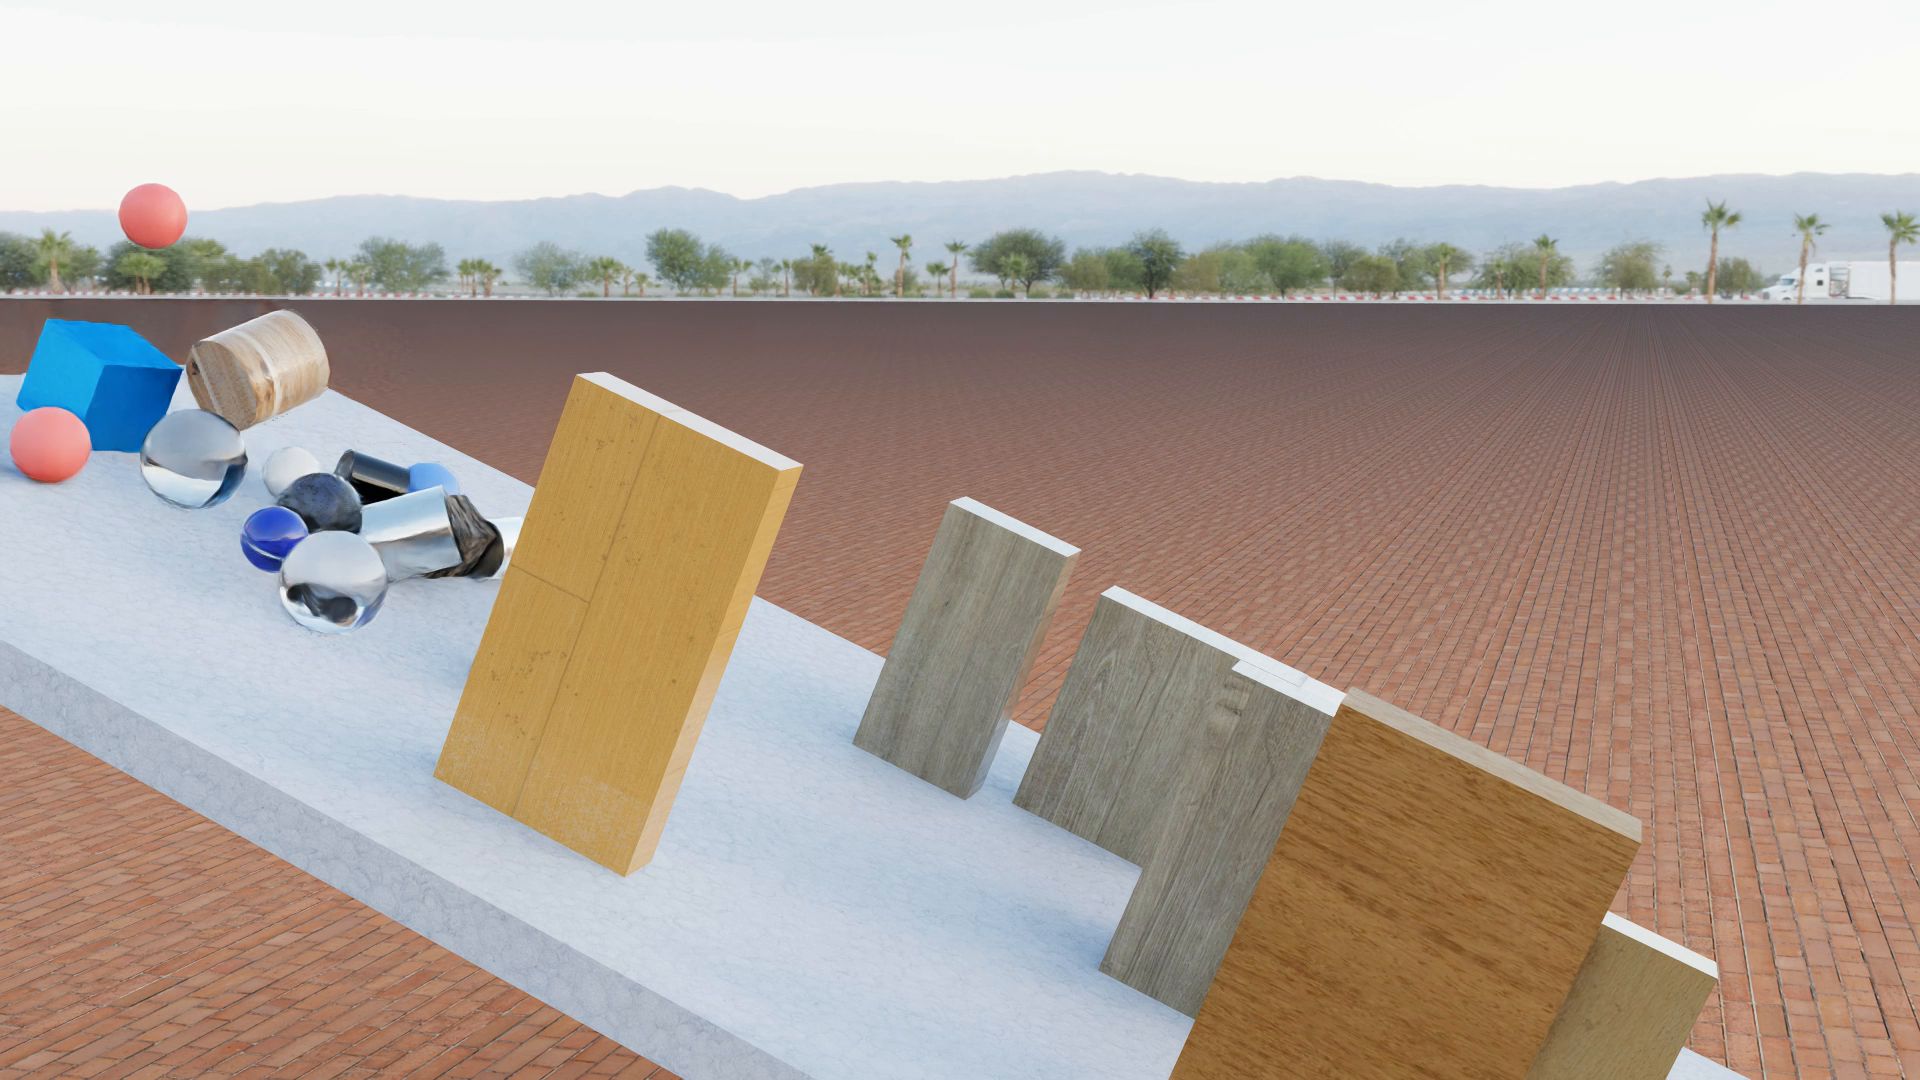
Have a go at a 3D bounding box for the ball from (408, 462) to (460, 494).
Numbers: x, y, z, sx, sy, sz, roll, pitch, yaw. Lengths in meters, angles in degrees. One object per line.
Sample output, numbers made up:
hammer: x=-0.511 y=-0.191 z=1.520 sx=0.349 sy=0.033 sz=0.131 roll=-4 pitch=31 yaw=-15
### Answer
ball: x=-1.157 y=-0.098 z=4.774 sx=0.141 sy=0.141 sz=0.141 roll=0 pitch=7 yaw=0

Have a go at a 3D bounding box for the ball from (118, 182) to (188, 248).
ball: x=-1.540 y=-0.619 z=4.196 sx=0.124 sy=0.124 sz=0.124 roll=0 pitch=7 yaw=0

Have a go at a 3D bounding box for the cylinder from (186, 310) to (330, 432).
cylinder: x=-1.436 y=-0.347 z=4.502 sx=0.197 sy=0.197 sz=0.197 roll=4 pitch=25 yaw=33

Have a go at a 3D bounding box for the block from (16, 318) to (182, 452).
block: x=-1.759 y=-0.314 z=4.495 sx=0.195 sy=0.195 sz=0.195 roll=34 pitch=17 yaw=24

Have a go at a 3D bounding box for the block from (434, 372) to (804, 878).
block: x=-0.554 y=0.135 z=3.528 sx=0.371 sy=0.715 sz=0.098 roll=25 pitch=13 yaw=13

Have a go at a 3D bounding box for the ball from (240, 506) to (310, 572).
ball: x=-1.278 y=-0.001 z=4.103 sx=0.125 sy=0.125 sz=0.125 roll=0 pitch=7 yaw=0

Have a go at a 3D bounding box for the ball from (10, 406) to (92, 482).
ball: x=-1.723 y=-0.181 z=4.166 sx=0.144 sy=0.144 sz=0.144 roll=0 pitch=7 yaw=0

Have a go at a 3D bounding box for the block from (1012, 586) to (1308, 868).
block: x=0.409 y=0.411 z=4.518 sx=0.439 sy=0.484 sz=0.127 roll=25 pitch=13 yaw=13

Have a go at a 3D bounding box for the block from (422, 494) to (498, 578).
block: x=-1.061 y=-0.008 z=4.533 sx=0.121 sy=0.121 sz=0.121 roll=49 pitch=22 yaw=19

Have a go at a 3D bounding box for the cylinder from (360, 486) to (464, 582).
cylinder: x=-1.083 y=-0.010 z=4.350 sx=0.160 sy=0.160 sz=0.160 roll=-15 pitch=9 yaw=-9

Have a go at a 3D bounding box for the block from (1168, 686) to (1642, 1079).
block: x=0.578 y=0.661 z=3.084 sx=0.429 sy=0.794 sz=0.130 roll=25 pitch=13 yaw=13

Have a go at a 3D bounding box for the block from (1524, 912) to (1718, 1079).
block: x=0.934 y=0.852 z=3.430 sx=0.258 sy=0.556 sz=0.082 roll=25 pitch=13 yaw=13

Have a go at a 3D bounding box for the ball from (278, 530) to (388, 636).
ball: x=-1.135 y=0.077 z=3.983 sx=0.191 sy=0.191 sz=0.191 roll=0 pitch=7 yaw=0

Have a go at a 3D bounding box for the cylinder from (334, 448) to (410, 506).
cylinder: x=-1.260 y=-0.116 z=4.691 sx=0.125 sy=0.125 sz=0.125 roll=20 pitch=-5 yaw=-33

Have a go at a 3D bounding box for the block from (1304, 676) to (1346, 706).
block: x=0.642 y=0.484 z=4.755 sx=0.407 sy=0.418 sz=0.136 roll=25 pitch=13 yaw=13

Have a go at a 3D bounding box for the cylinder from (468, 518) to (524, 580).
cylinder: x=-0.971 y=0.018 z=4.631 sx=0.129 sy=0.129 sz=0.129 roll=3 pitch=3 yaw=26

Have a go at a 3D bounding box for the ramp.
ramp: x=-0.299 y=0.527 z=4.190 sx=4.000 sy=0.100 sz=2.000 roll=25 pitch=13 yaw=13

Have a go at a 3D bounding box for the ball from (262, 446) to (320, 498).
ball: x=-1.395 y=-0.136 z=4.590 sx=0.117 sy=0.117 sz=0.117 roll=0 pitch=7 yaw=0

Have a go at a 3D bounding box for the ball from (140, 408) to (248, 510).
ball: x=-1.502 y=-0.157 z=4.312 sx=0.200 sy=0.200 sz=0.200 roll=0 pitch=7 yaw=0

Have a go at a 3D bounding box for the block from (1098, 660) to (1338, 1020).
block: x=0.522 y=0.559 z=3.840 sx=0.346 sy=0.601 sz=0.094 roll=25 pitch=13 yaw=13

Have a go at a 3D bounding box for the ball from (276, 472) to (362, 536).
ball: x=-1.264 y=-0.051 z=4.343 sx=0.168 sy=0.168 sz=0.168 roll=0 pitch=7 yaw=0

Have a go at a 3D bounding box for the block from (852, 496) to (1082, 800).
block: x=0.012 y=0.220 z=4.490 sx=0.265 sy=0.550 sz=0.116 roll=25 pitch=13 yaw=13
